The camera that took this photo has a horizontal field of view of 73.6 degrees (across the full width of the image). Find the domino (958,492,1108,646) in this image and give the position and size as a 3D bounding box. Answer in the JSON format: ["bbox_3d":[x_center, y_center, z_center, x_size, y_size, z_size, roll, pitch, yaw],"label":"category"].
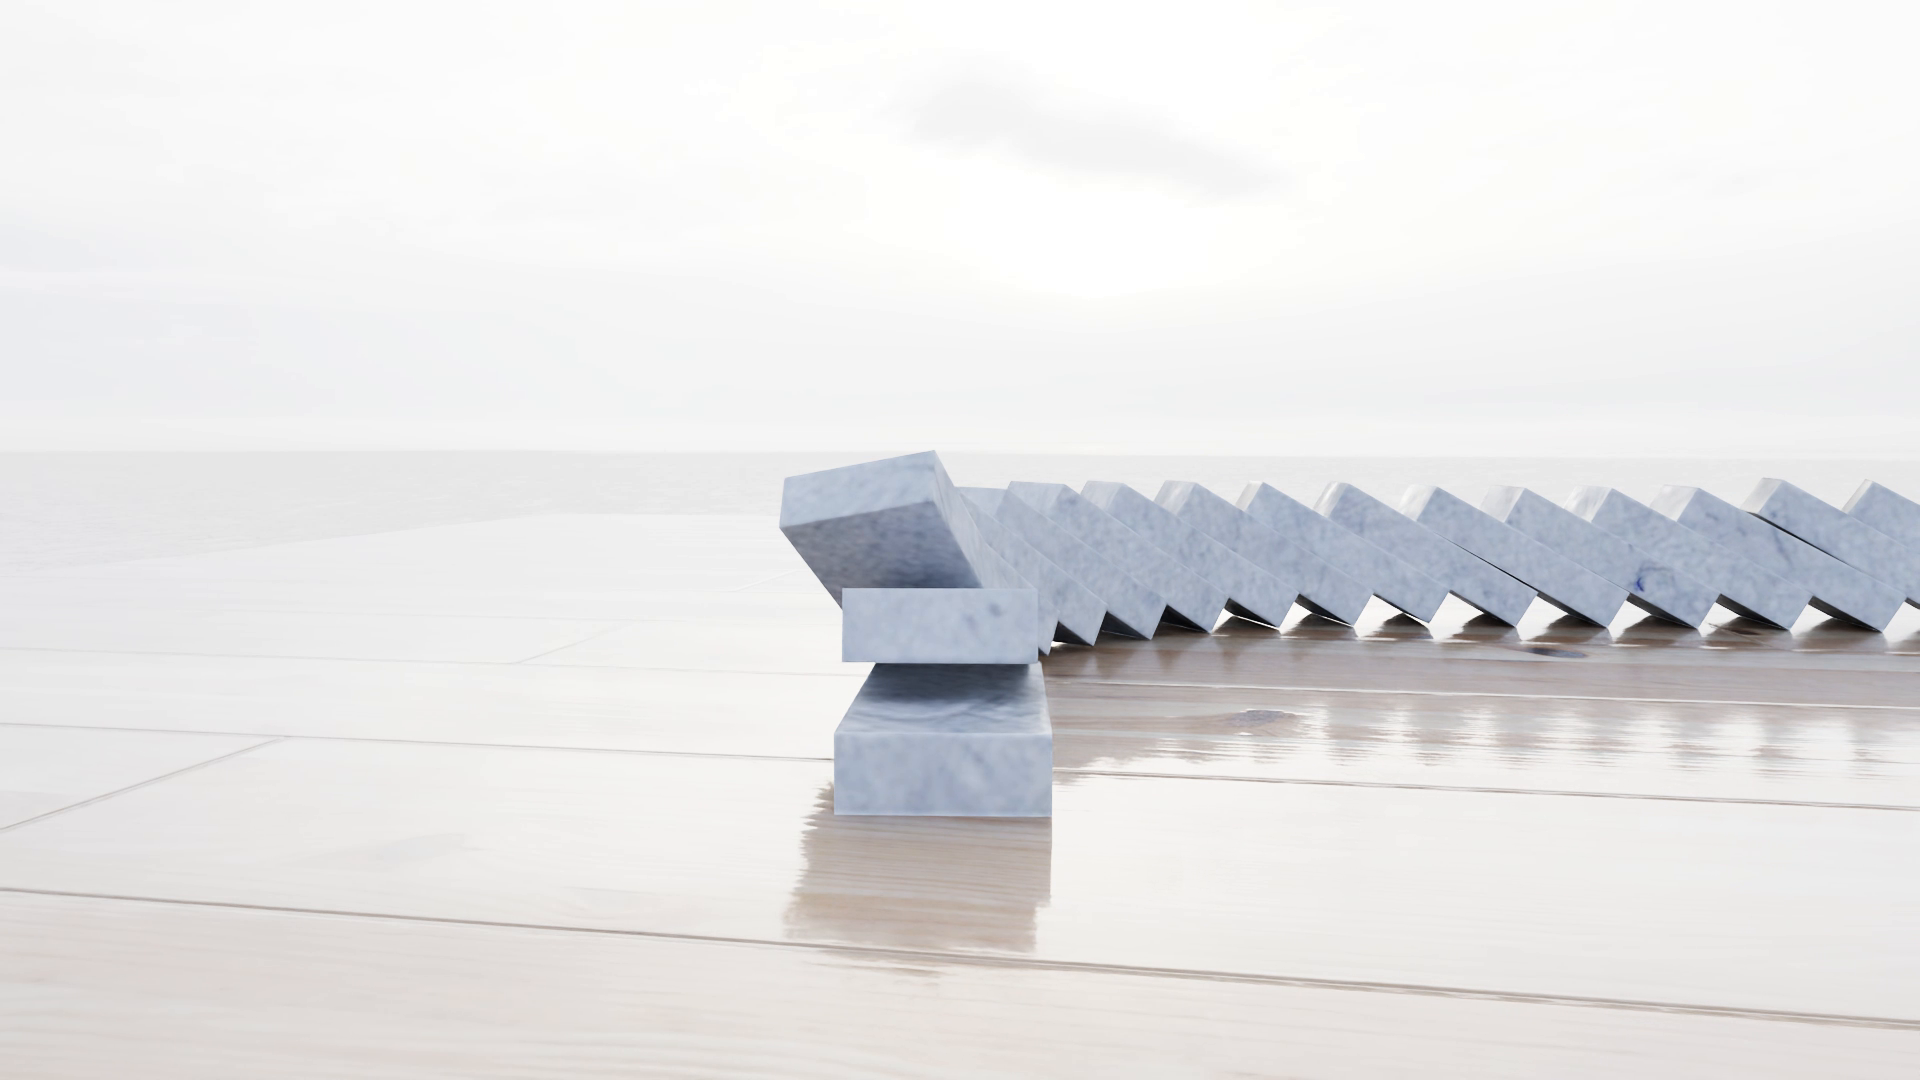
[{"bbox_3d":[0.005,0.006,0.260,0.025,0.009,0.050,1,-27,48],"label":"domino"}]

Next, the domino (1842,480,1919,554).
[{"bbox_3d":[0.233,0.003,0.297,0.050,0.010,0.025,37,21,24],"label":"domino"}]

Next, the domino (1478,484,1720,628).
[{"bbox_3d":[0.152,0.003,0.308,0.050,0.009,0.025,29,7,3],"label":"domino"}]

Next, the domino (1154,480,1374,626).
[{"bbox_3d":[0.071,0.003,0.307,0.050,0.010,0.025,30,0,-8],"label":"domino"}]

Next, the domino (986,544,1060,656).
[{"bbox_3d":[-0.005,0.006,0.240,0.025,0.010,0.050,-1,-29,37],"label":"domino"}]

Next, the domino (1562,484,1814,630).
[{"bbox_3d":[0.172,0.003,0.307,0.050,0.010,0.025,29,8,5],"label":"domino"}]

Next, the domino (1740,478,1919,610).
[{"bbox_3d":[0.213,0.003,0.303,0.050,0.009,0.025,35,16,17],"label":"domino"}]

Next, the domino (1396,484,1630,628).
[{"bbox_3d":[0.132,0.003,0.310,0.050,0.010,0.025,30,7,3],"label":"domino"}]

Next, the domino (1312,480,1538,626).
[{"bbox_3d":[0.111,0.003,0.311,0.050,0.009,0.025,31,7,3],"label":"domino"}]

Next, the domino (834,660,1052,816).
[{"bbox_3d":[-0.001,0.025,0.172,0.025,0.009,0.050,0,4,2],"label":"domino"}]

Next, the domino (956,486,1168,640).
[{"bbox_3d":[0.019,0.005,0.277,0.050,0.009,0.025,33,-14,-31],"label":"domino"}]

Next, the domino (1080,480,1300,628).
[{"bbox_3d":[0.052,0.003,0.302,0.050,0.010,0.025,31,-3,-13],"label":"domino"}]

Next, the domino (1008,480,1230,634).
[{"bbox_3d":[0.034,0.004,0.291,0.050,0.009,0.025,32,-9,-23],"label":"domino"}]

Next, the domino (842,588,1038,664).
[{"bbox_3d":[-0.002,0.013,0.189,0.025,0.009,0.050,0,-5,1],"label":"domino"}]

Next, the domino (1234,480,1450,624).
[{"bbox_3d":[0.092,0.002,0.313,0.050,0.009,0.025,30,5,3],"label":"domino"}]

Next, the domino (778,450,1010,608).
[{"bbox_3d":[-0.008,0.006,0.216,0.025,0.010,0.050,-9,-35,15],"label":"domino"}]

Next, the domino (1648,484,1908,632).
[{"bbox_3d":[0.192,0.003,0.305,0.050,0.010,0.025,30,10,8],"label":"domino"}]
